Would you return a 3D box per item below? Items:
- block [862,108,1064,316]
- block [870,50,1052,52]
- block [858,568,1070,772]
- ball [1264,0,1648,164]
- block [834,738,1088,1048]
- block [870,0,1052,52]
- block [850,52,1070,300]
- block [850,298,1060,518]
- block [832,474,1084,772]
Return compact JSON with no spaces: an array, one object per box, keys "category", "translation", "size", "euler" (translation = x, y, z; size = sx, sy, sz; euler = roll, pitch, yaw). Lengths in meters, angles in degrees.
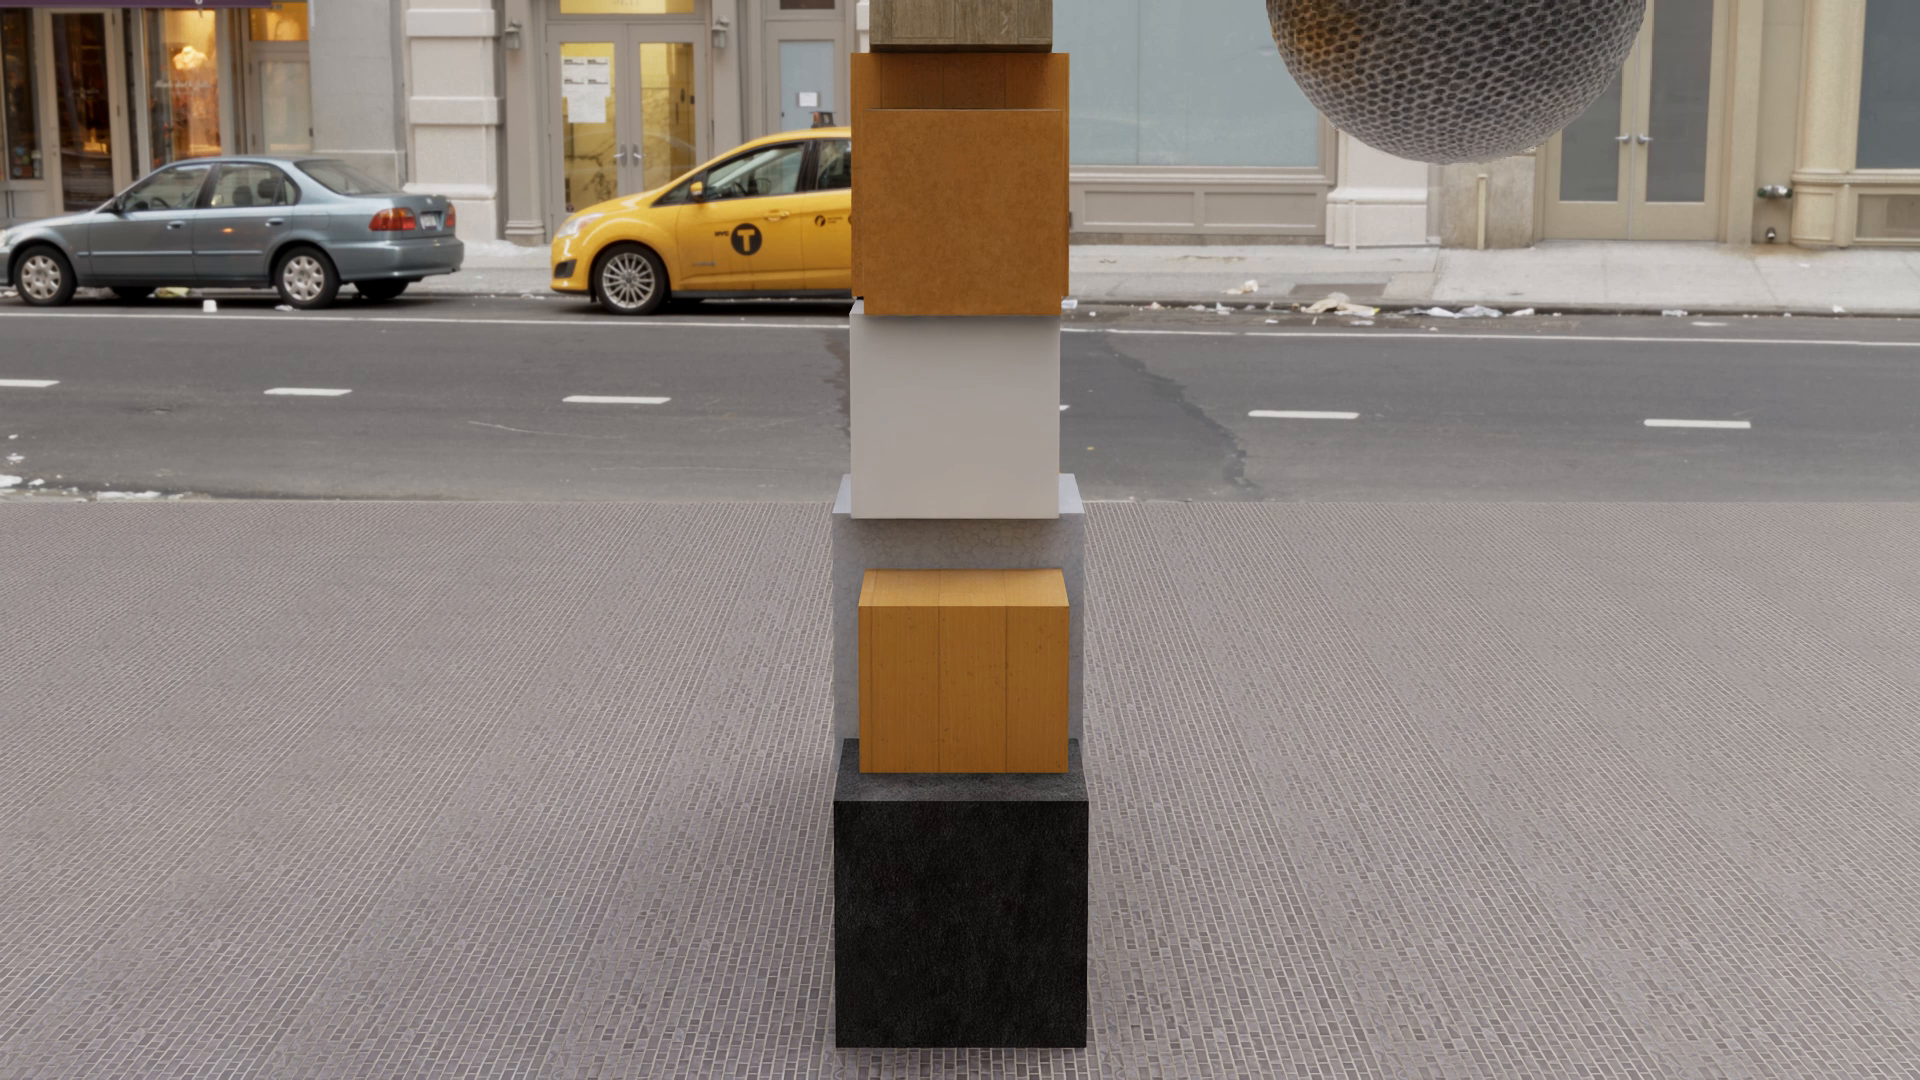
[{"category":"block","translation":[0.011,-1.298,10.063],"size":[0.755,0.770,0.662],"euler":[0,10,0]},{"category":"block","translation":[0.001,-2.378,11.350],"size":[0.778,0.714,0.859],"euler":[0,-6,0]},{"category":"block","translation":[0.014,0.492,9.872],"size":[0.778,0.635,0.725],"euler":[0,10,0]},{"category":"ball","translation":[2.074,-2.382,10.747],"size":[1.600,1.600,1.600],"euler":[0,10,0]},{"category":"block","translation":[0.004,1.316,9.719],"size":[0.916,0.933,0.882],"euler":[0,10,0]},{"category":"block","translation":[0.004,-2.382,10.488],"size":[0.725,0.803,0.738],"euler":[0,3,0]},{"category":"block","translation":[-0.002,-1.509,10.868],"size":[0.887,0.983,0.876],"euler":[0,3,0]},{"category":"block","translation":[-0.019,-0.542,10.299],"size":[0.811,0.801,0.719],"euler":[0,10,0]},{"category":"block","translation":[-0.006,0.324,10.735],"size":[0.999,1.060,1.015],"euler":[0,10,0]}]
